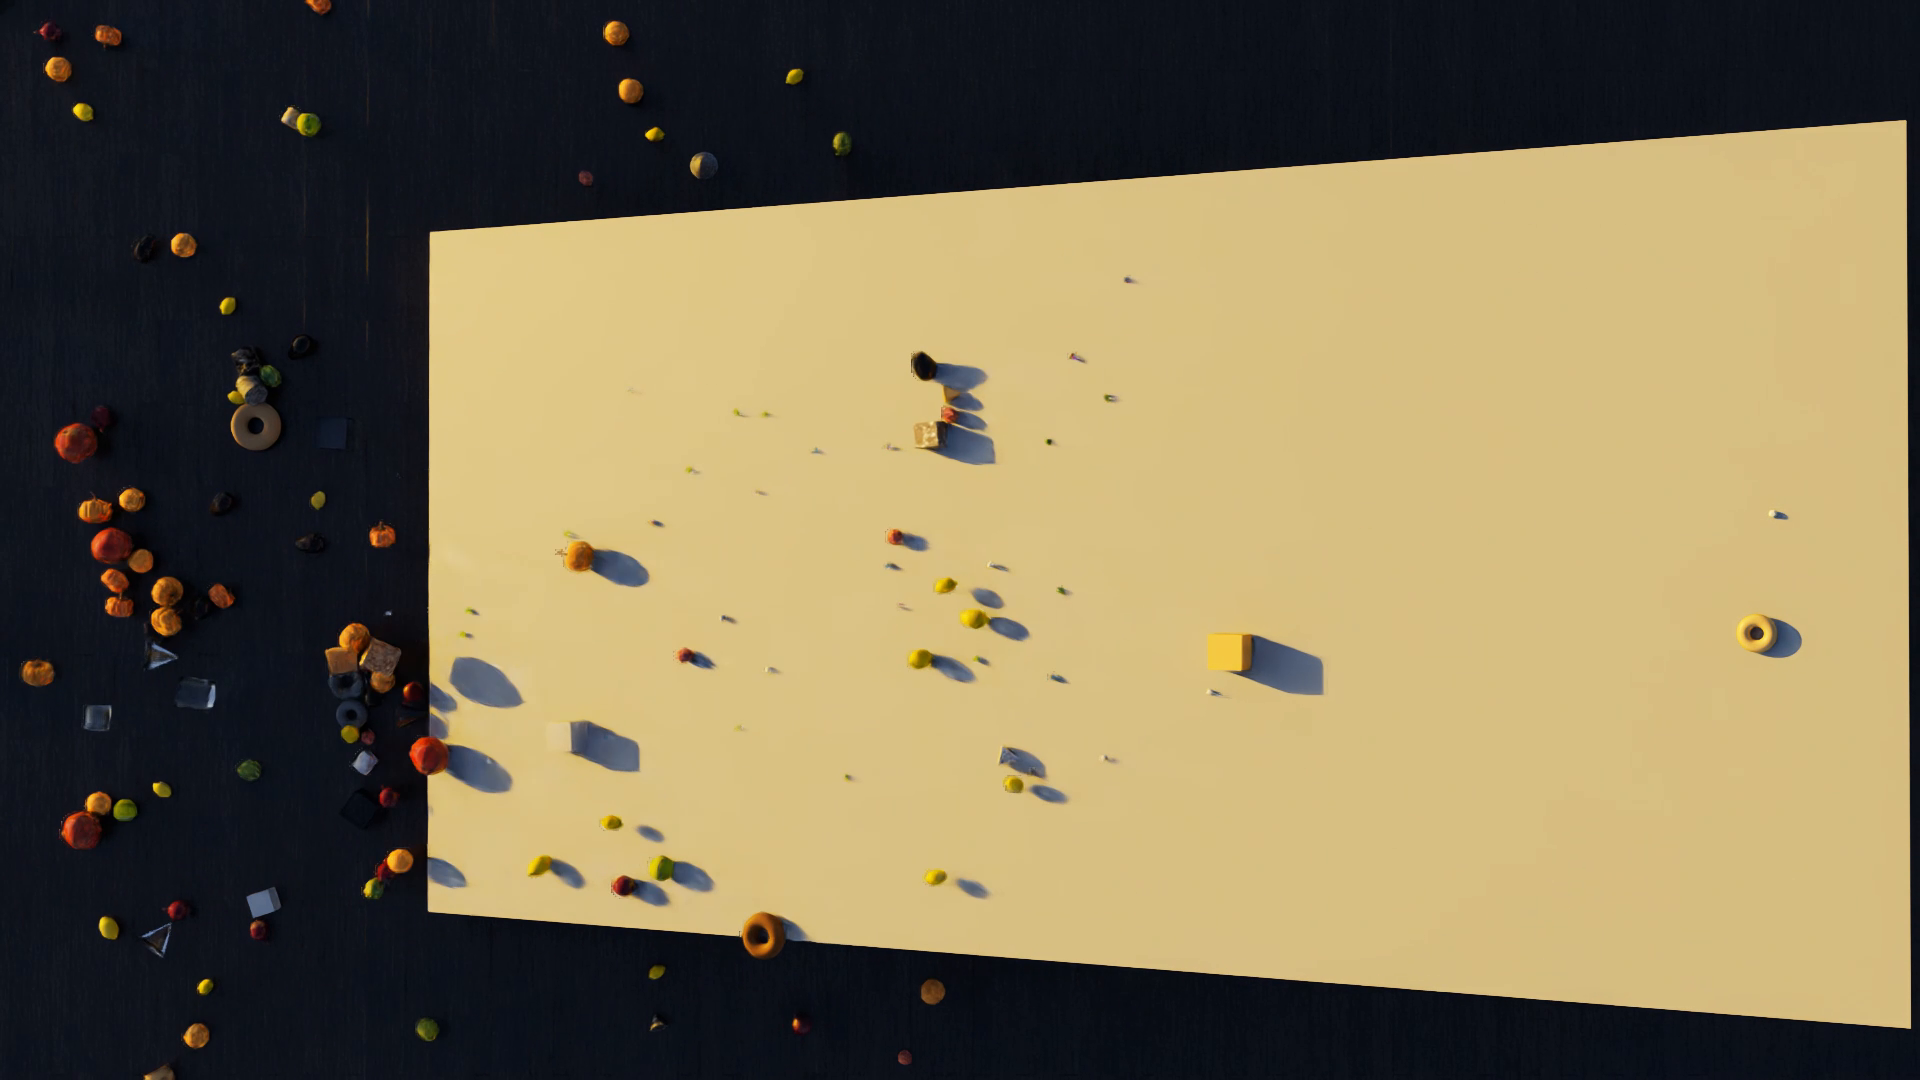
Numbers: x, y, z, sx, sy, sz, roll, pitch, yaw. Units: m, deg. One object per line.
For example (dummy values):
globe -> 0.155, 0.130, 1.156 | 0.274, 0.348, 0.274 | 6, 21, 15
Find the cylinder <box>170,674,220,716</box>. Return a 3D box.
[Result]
cylinder -> -2.264, 0.457, 6.508 | 0.096, 0.096, 0.096 | 21, 89, 16

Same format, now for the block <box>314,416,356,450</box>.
block -> -1.854, -0.317, 6.523 | 0.093, 0.093, 0.093 | 2, 89, 0

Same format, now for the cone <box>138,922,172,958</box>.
cone -> -2.372, 1.173, 6.531 | 0.096, 0.096, 0.096 | 35, 63, 0

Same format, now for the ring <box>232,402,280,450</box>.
ring -> -2.095, -0.340, 6.546 | 0.149, 0.050, 0.149 | 0, 91, 0

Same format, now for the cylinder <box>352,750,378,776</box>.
cylinder -> -1.765, 0.660, 6.530 | 0.055, 0.055, 0.055 | 37, 88, 0

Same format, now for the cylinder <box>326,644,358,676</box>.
cylinder -> -1.824, 0.355, 6.492 | 0.079, 0.079, 0.079 | -9, 89, -22

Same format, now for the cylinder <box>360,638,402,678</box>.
cylinder -> -1.680, 0.341, 6.379 | 0.089, 0.089, 0.089 | 26, 89, -19

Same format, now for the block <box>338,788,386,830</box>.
block -> -1.770, 0.796, 6.514 | 0.085, 0.085, 0.085 | 35, 89, 0

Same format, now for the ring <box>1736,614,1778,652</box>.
ring -> 1.796, 0.211, 4.955 | 0.088, 0.029, 0.088 | 2, 94, 26

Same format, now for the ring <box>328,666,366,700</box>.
ring -> -1.823, 0.421, 6.543 | 0.113, 0.038, 0.113 | 0, 90, -1

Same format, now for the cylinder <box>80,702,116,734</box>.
cylinder -> -2.558, 0.527, 6.525 | 0.070, 0.070, 0.070 | 24, 62, 0

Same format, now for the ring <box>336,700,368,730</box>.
ring -> -1.810, 0.520, 6.544 | 0.094, 0.031, 0.094 | 0, 93, 1

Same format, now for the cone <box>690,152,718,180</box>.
cone -> -0.766, -1.120, 6.538 | 0.083, 0.083, 0.083 | 0, 89, 0

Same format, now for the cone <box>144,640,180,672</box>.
cone -> -2.371, 0.346, 6.541 | 0.095, 0.095, 0.095 | 5, 89, -27

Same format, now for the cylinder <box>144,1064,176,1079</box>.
cylinder -> -2.361, 1.605, 6.508 | 0.079, 0.079, 0.079 | -24, 90, 0

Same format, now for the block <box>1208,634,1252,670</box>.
block -> 0.667, 0.275, 5.427 | 0.087, 0.087, 0.087 | 0, 89, 24

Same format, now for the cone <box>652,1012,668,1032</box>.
cone -> -0.899, 1.426, 6.537 | 0.053, 0.053, 0.053 | -19, 63, 0

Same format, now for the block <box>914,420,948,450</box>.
block -> -0.076, -0.275, 5.778 | 0.065, 0.065, 0.065 | -6, 87, 24

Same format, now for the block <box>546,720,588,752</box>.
block -> -1.112, 0.554, 6.221 | 0.083, 0.083, 0.083 | -4, 88, 24

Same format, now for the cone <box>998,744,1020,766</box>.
cone -> 0.131, 0.564, 5.697 | 0.057, 0.057, 0.057 | 14, 89, -3

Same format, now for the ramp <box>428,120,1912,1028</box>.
ramp -> 0.283, 0.083, 5.703 | 4.000, 0.100, 2.000 | 0, 89, 24

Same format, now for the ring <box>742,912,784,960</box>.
ring -> -0.534, 1.076, 5.979 | 0.128, 0.043, 0.128 | 0, 90, 25

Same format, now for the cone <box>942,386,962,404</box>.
cone -> -0.017, -0.383, 5.776 | 0.050, 0.050, 0.050 | -7, 89, -3

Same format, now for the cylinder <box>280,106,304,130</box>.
cylinder -> -1.989, -1.257, 6.553 | 0.052, 0.052, 0.052 | 31, 91, 0

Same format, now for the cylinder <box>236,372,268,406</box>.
cylinder -> -2.101, -0.448, 6.523 | 0.070, 0.070, 0.070 | -44, 55, 0

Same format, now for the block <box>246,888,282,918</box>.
block -> -2.063, 1.074, 6.520 | 0.066, 0.066, 0.066 | -18, 89, 0
